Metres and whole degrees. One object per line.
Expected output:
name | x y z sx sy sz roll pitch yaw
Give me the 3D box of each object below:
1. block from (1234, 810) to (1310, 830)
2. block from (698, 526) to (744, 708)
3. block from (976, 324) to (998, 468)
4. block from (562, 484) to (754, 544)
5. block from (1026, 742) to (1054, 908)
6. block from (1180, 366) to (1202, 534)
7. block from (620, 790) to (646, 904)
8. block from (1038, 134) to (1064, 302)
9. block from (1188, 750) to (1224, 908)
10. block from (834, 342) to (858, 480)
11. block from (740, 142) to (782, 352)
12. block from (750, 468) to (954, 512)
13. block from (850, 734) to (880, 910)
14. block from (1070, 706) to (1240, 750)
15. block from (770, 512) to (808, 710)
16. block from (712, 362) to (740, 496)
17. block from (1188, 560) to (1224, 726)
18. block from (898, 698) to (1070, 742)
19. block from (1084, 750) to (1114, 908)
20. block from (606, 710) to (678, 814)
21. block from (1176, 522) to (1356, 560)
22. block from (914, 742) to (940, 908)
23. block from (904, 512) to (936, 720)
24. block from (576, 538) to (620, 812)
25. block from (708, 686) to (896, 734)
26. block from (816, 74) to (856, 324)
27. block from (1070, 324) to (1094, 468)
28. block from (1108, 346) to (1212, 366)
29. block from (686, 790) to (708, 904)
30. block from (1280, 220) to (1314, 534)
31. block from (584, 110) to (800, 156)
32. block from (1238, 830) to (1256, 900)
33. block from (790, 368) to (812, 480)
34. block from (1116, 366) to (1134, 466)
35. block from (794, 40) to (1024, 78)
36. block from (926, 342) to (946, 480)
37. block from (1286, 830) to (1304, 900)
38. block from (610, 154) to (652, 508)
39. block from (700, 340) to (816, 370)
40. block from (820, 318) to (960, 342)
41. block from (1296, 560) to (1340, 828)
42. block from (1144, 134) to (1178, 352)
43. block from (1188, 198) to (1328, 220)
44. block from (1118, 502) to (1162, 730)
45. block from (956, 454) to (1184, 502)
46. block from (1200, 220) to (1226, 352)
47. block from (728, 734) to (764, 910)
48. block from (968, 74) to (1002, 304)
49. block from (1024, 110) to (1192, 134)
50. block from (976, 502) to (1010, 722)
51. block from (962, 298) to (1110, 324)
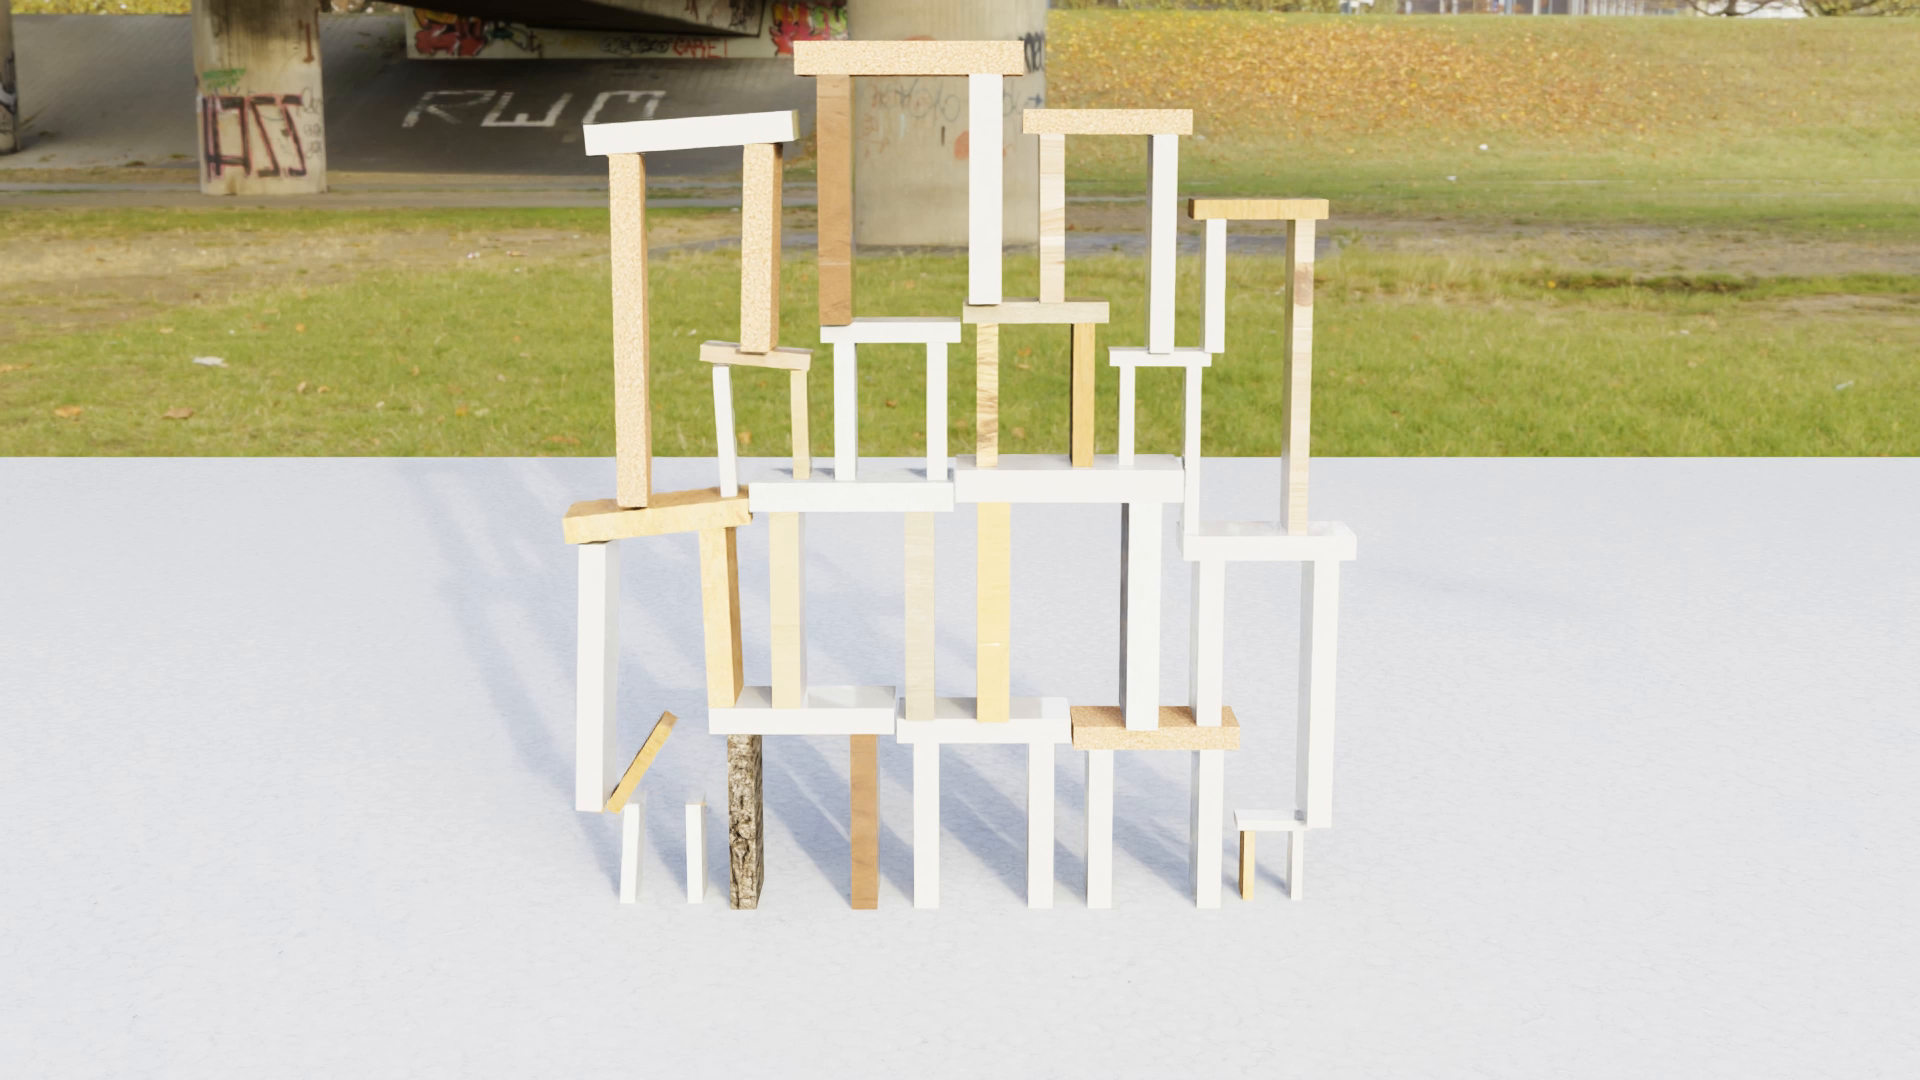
block | 0.517 0.464 3.644 0.120 0.017 0.060 0 11 0
block | -0.387 0.111 3.582 0.042 0.293 0.147 -2 10 1
block | 0.043 -0.238 3.519 0.032 0.228 0.114 0 11 0
block | -0.483 -0.043 3.546 0.293 0.042 0.147 -6 11 -2
block | 0.132 0.452 3.644 0.040 0.280 0.140 0 11 0
block | 0.370 -0.149 3.530 0.023 0.268 0.080 0 11 0
block | -0.542 0.507 3.649 0.024 0.168 0.084 4 10 -1
block | 0.143 -0.510 3.472 0.037 0.259 0.130 0 11 0
block | 0.407 0.459 3.642 0.038 0.268 0.134 0 11 0
block | -0.182 -0.212 3.522 0.031 0.219 0.109 0 11 0
block | -0.313 -0.466 3.476 0.045 0.318 0.159 2 12 0
block | -0.171 -0.082 3.544 0.321 0.046 0.161 0 11 0
block | -0.156 0.445 3.639 0.042 0.297 0.148 0 11 0
block | 0.318 0.308 3.614 0.268 0.038 0.134 0 11 0
block | -0.278 0.099 3.578 0.046 0.321 0.161 0 11 0
block | -0.376 -0.179 3.530 0.025 0.206 0.087 -3 10 -3
block | 0.402 0.154 3.591 0.039 0.274 0.137 0 11 0
block | 0.039 0.295 3.615 0.280 0.040 0.140 0 11 0
block | 0.228 0.459 3.642 0.038 0.268 0.134 0 11 0
block | -0.524 0.366 3.623 0.024 0.168 0.084 32 8 -6
block | 0.493 0.001 3.561 0.274 0.039 0.137 0 11 0
block | -0.055 0.452 3.644 0.040 0.280 0.140 0 11 0
block | -0.064 0.108 3.580 0.046 0.341 0.161 0 11 0
block | -0.592 0.209 3.597 0.042 0.440 0.147 2 11 0
block | -0.255 0.278 3.608 0.297 0.042 0.149 0 11 0
block | -0.194 -0.537 3.465 0.049 0.380 0.174 0 11 0
block | 0.195 -0.238 3.518 0.032 0.228 0.114 0 11 0
block | 0.317 -0.293 3.503 0.159 0.023 0.080 0 11 1
block | -0.436 0.508 3.649 0.024 0.168 0.084 0 11 0
block | 0.537 -0.263 3.509 0.029 0.498 0.103 0 11 0
block | -0.415 -0.638 3.439 0.318 0.045 0.159 -4 12 1
block | 0.477 0.531 3.657 0.017 0.120 0.060 0 11 0
block | -0.254 -0.190 3.526 0.025 0.174 0.087 -1 11 -1
block | 0.264 -0.203 3.521 0.023 0.159 0.080 0 11 0
block | -0.077 -0.748 3.425 0.348 0.049 0.174 0 11 0
block | -0.037 -0.212 3.523 0.031 0.219 0.109 0 11 0
block | 0.557 0.531 3.657 0.017 0.120 0.060 0 11 0
block | -0.523 -0.335 3.497 0.045 0.548 0.159 -1 10 -5
block | -0.322 -0.295 3.511 0.174 0.025 0.087 5 10 1
block | -0.109 -0.335 3.500 0.219 0.031 0.109 0 11 0
block | 0.584 0.238 3.605 0.039 0.443 0.137 0 11 0
block | 0.317 -0.471 3.477 0.037 0.337 0.130 0 11 1
block | 0.468 -0.522 3.460 0.207 0.029 0.103 0 11 1
block | 0.292 0.107 3.578 0.051 0.371 0.179 0 11 0
block | 0.173 -0.100 3.540 0.357 0.051 0.179 0 11 0
block | 0.400 -0.405 3.482 0.029 0.207 0.103 0 11 1
block | -0.354 0.445 3.639 0.042 0.297 0.148 0 11 0
block | 0.039 -0.553 3.462 0.049 0.348 0.174 0 11 0
block | 0.229 -0.655 3.443 0.259 0.037 0.130 0 11 1
block | 0.053 0.100 3.577 0.051 0.357 0.179 0 11 0
block | 0.119 -0.366 3.496 0.228 0.032 0.114 0 11 0
